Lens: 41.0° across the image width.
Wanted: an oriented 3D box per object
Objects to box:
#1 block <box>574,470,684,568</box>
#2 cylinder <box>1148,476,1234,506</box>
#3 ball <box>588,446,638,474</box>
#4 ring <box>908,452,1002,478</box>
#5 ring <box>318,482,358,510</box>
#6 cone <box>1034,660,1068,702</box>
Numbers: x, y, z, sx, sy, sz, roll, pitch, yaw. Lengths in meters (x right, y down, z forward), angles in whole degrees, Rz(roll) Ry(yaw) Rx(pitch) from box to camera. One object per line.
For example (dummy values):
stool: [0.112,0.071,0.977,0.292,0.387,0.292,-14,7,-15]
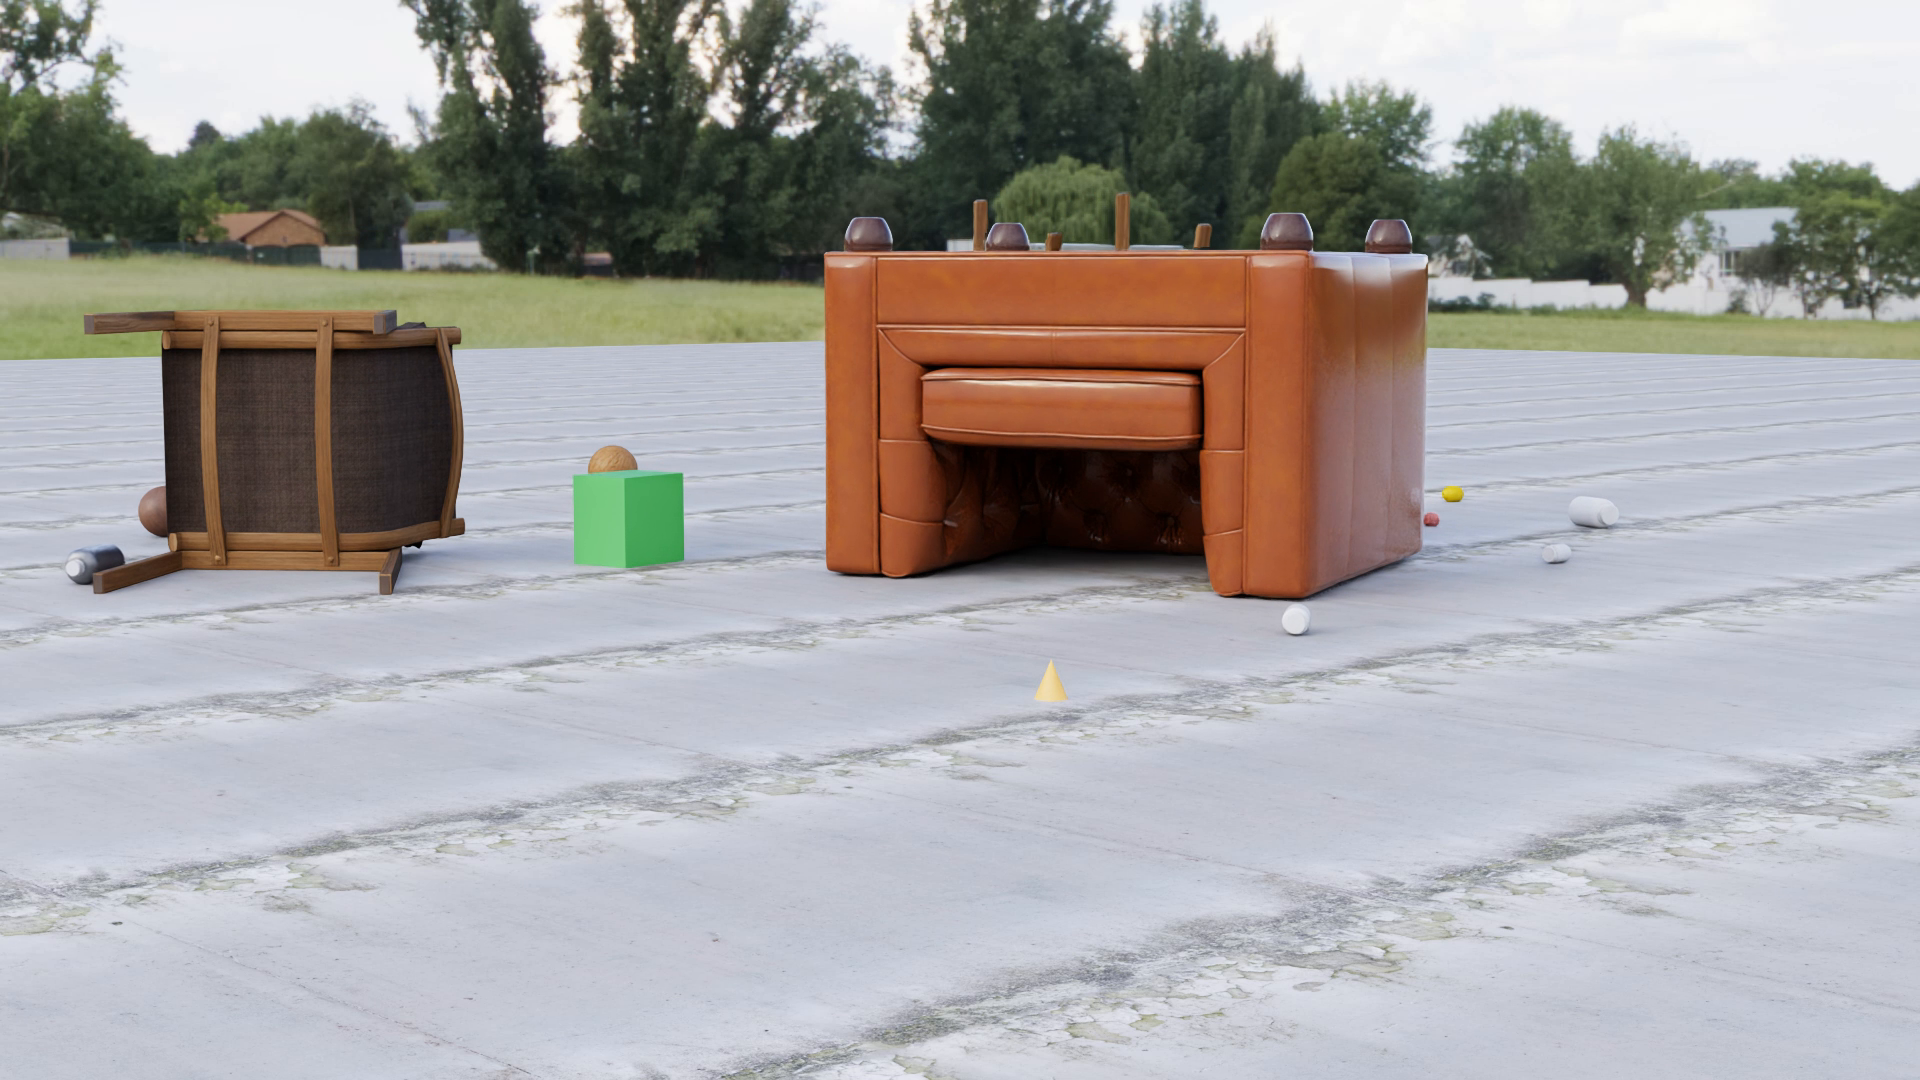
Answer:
block: [-0.761,-0.050,5.902,0.160,0.204,0.197,4,7,36]
cylinder: [0.668,-0.143,7.428,0.192,0.072,0.176,13,12,33]
ball: [-1.046,-0.211,7.730,0.150,0.150,0.150,0,6,0]
ring: [-0.016,-0.245,8.472,0.314,0.066,0.389,-1,6,-5]
ring: [-1.759,-0.125,7.253,0.094,0.078,0.150,-1,4,18]
cone: [0.142,0.217,4.006,0.051,0.062,0.057,-4,7,-33]
